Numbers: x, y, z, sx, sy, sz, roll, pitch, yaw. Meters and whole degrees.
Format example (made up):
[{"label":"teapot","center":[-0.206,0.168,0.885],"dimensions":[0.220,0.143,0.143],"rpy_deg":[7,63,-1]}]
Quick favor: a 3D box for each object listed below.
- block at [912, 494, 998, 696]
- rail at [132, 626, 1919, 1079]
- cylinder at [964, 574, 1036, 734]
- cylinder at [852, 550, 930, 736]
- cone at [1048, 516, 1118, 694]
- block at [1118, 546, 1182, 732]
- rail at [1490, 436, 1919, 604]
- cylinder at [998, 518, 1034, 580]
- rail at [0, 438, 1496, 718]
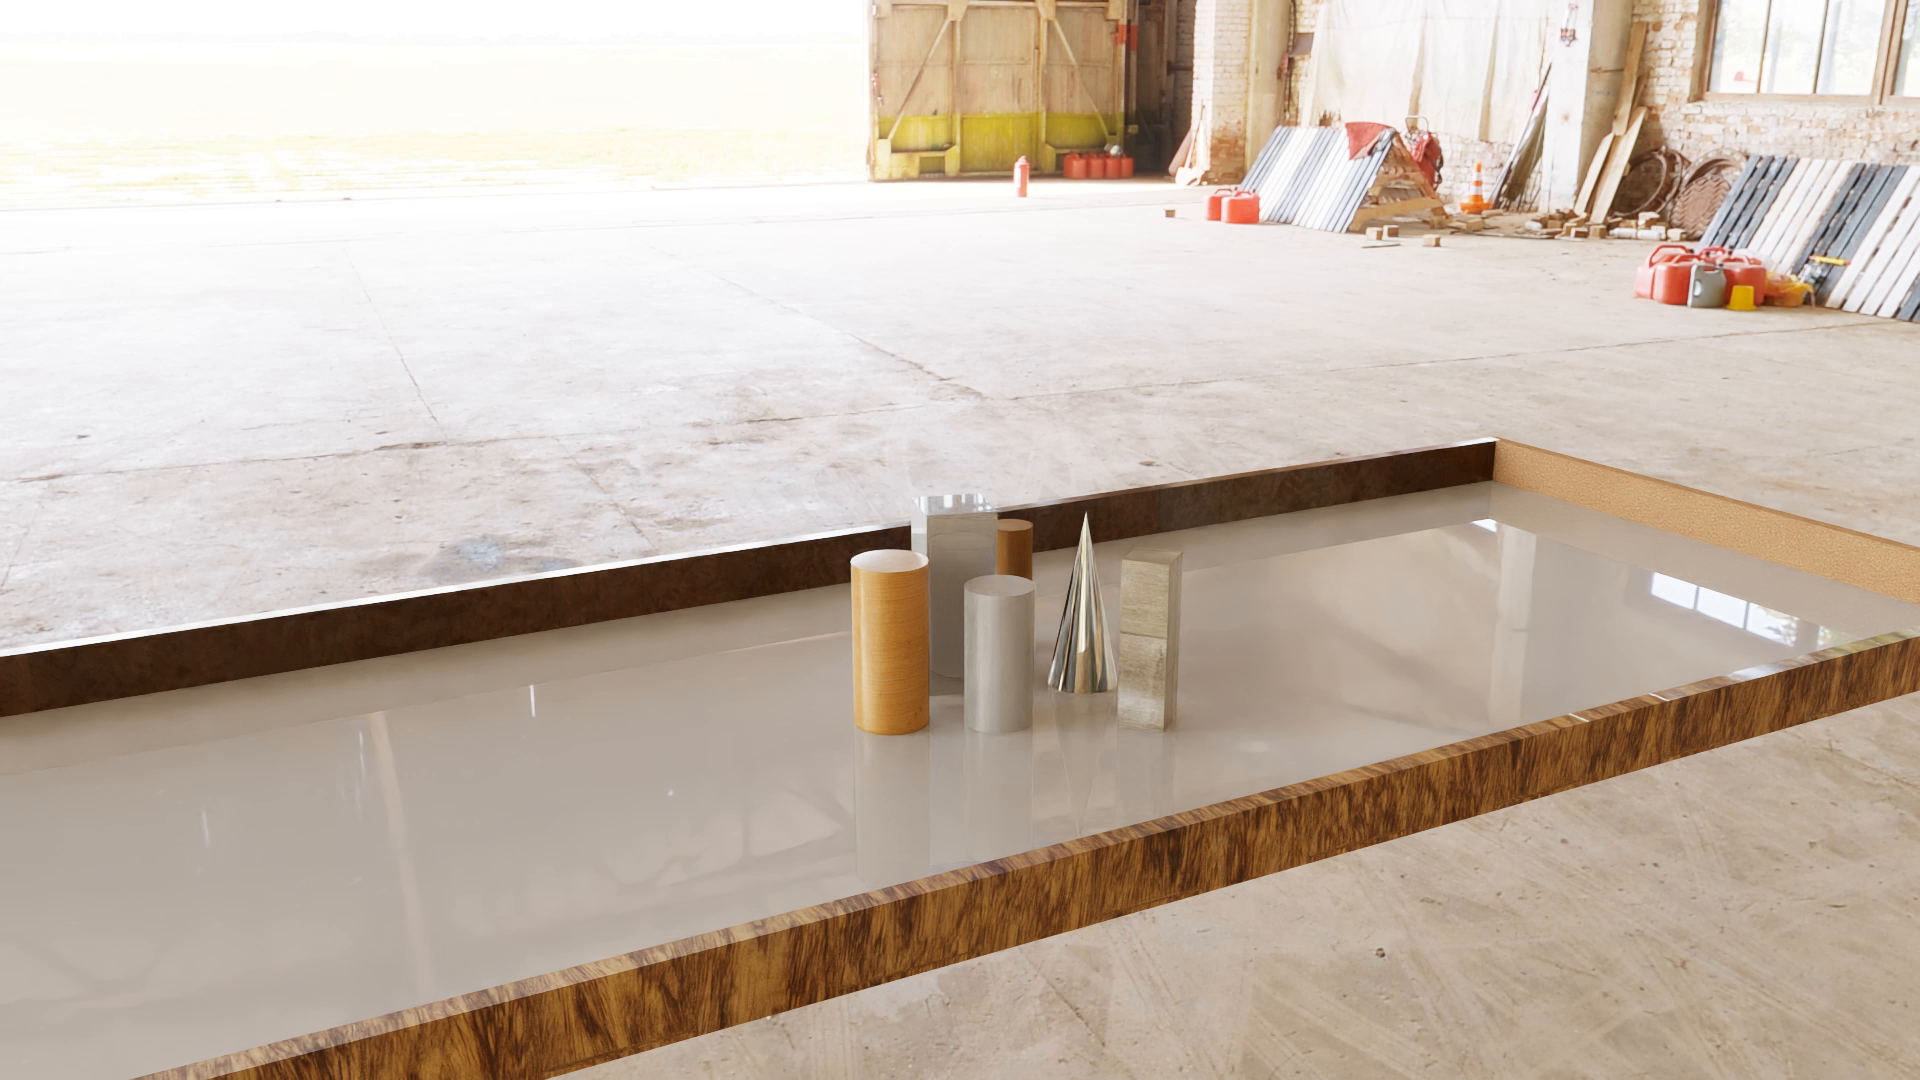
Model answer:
[{"label":"block","center":[-0.015,0.134,4.085],"dimensions":[0.174,0.460,0.174],"rpy_deg":[-4,17,-13]},{"label":"rail","center":[-2.336,1.006,1.665],"dimensions":[12.000,0.150,0.050],"rpy_deg":[-9,18,-27]},{"label":"cylinder","center":[0.092,0.265,3.858],"dimensions":[0.165,0.335,0.165],"rpy_deg":[0,16,0]},{"label":"cylinder","center":[-0.161,0.237,3.845],"dimensions":[0.179,0.396,0.179],"rpy_deg":[0,16,0]},{"label":"cone","center":[0.308,0.142,4.087],"dimensions":[0.176,0.443,0.176],"rpy_deg":[0,16,0]},{"label":"block","center":[0.442,0.232,3.843],"dimensions":[0.112,0.408,0.112],"rpy_deg":[7,18,22]},{"label":"rail","center":[2.466,-0.048,5.253],"dimensions":[0.050,0.150,2.100],"rpy_deg":[-9,18,-27]},{"label":"cylinder","center":[0.132,0.125,4.320],"dimensions":[0.114,0.343,0.114],"rpy_deg":[0,16,0]},{"label":"rail","center":[-3.305,0.497,3.399],"dimensions":[12.000,0.150,0.050],"rpy_deg":[-9,18,-27]}]
